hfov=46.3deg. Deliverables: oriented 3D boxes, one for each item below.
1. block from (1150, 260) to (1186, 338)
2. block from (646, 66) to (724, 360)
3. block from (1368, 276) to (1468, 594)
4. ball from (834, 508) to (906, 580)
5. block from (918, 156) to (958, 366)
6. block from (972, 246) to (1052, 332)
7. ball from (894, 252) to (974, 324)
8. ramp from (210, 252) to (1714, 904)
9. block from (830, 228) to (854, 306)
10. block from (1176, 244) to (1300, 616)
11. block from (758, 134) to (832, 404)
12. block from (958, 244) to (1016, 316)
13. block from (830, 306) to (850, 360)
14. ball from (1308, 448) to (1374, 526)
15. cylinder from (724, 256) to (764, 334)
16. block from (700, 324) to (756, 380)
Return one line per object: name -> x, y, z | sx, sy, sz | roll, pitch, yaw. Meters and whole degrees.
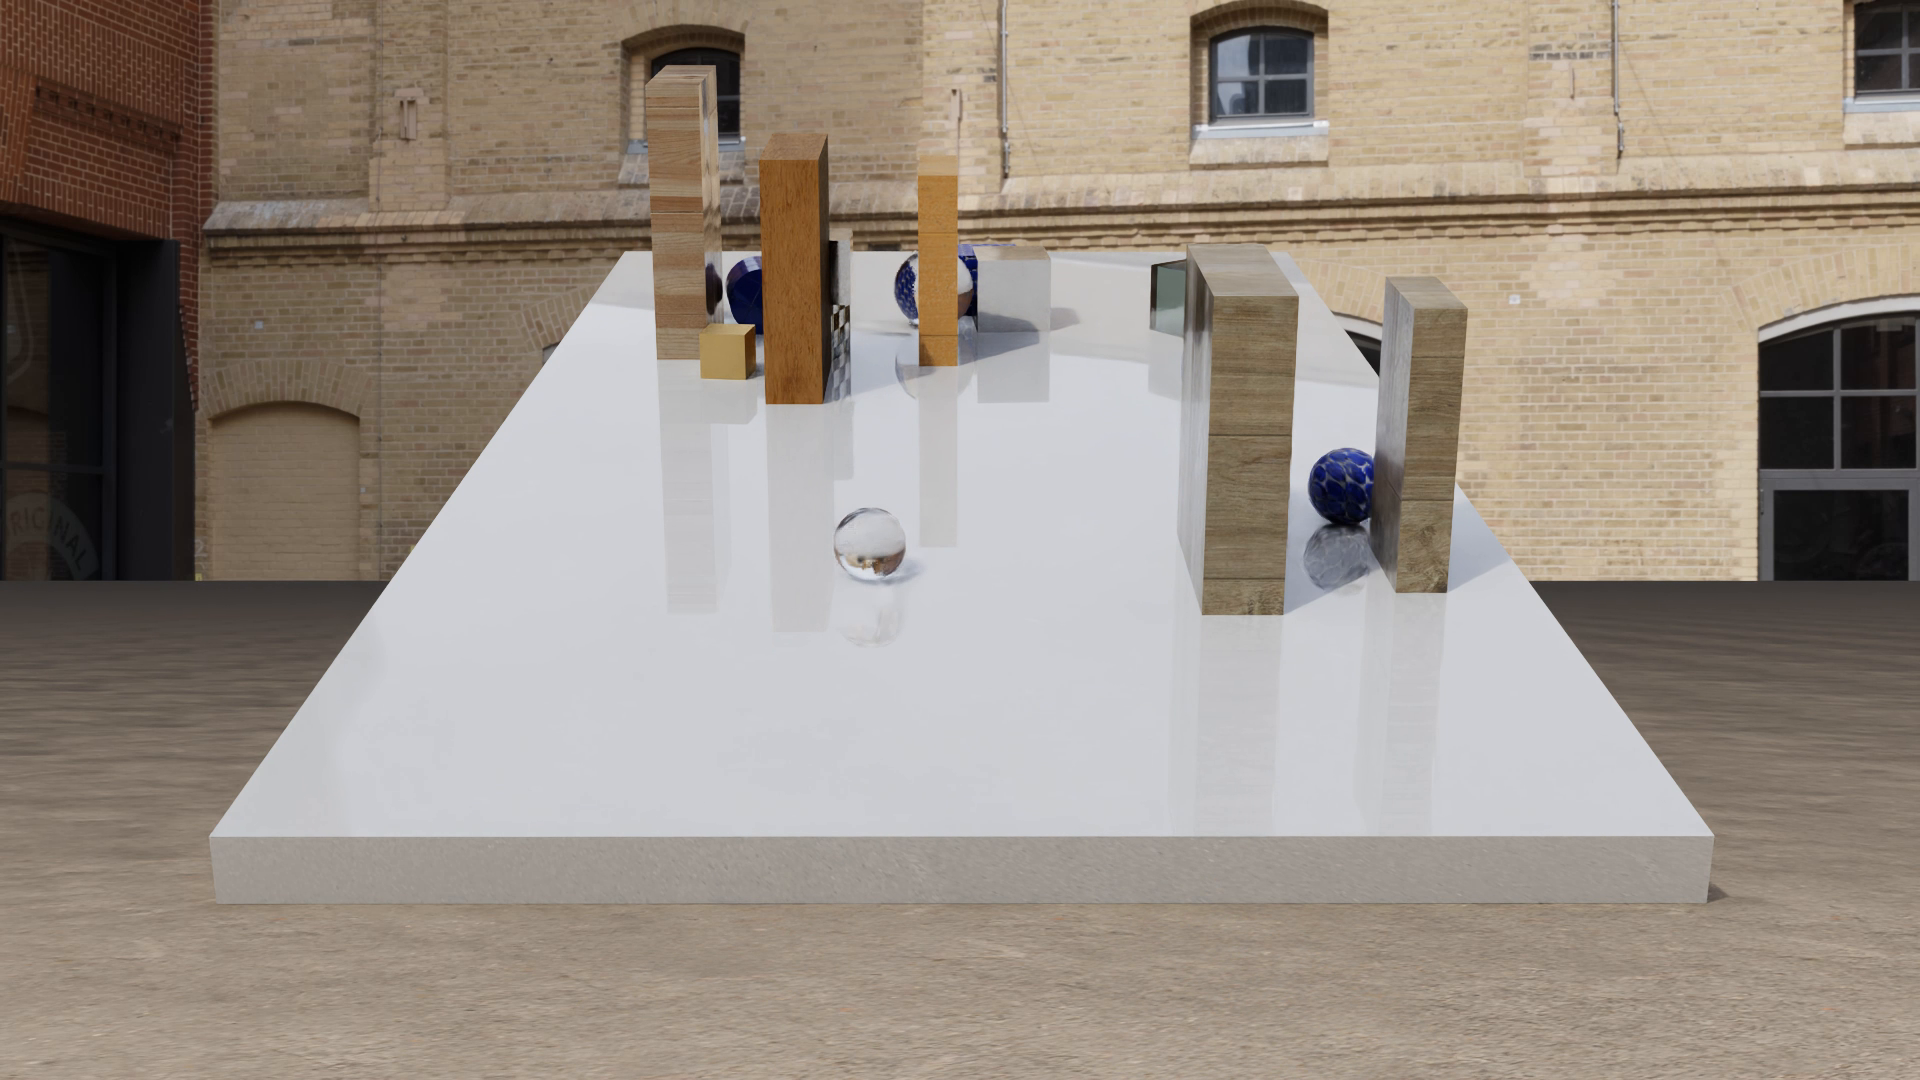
block -> 0.608, -0.620, 5.756 | 0.169, 0.169, 0.169 | -14, 23, -36
block -> -0.678, -0.819, 5.569 | 0.125, 0.662, 0.407 | 0, 18, 0
block -> 0.799, -0.188, 3.932 | 0.089, 0.502, 0.261 | 0, 18, 0
ball -> -0.158, 0.007, 3.937 | 0.129, 0.129, 0.129 | 0, -1, 0
block -> -0.053, -0.688, 5.496 | 0.094, 0.461, 0.313 | 0, 18, 0
block -> 0.132, -0.652, 5.823 | 0.187, 0.187, 0.187 | -1, 18, -4
ball -> -0.068, -0.648, 5.782 | 0.205, 0.205, 0.205 | 0, -1, 0
ramp -> -0.004, -0.191, 4.893 | 2.000, 0.100, 4.000 | 0, 18, 0
block -> -0.342, -0.667, 5.462 | 0.158, 0.158, 0.158 | 0, 18, 0
block -> 0.476, -0.202, 3.904 | 0.137, 0.547, 0.440 | 0, 18, 0
block -> -0.376, -0.632, 5.181 | 0.130, 0.553, 0.397 | 0, 18, 0
block -> 0.072, -0.696, 5.994 | 0.162, 0.162, 0.162 | -1, 18, -3
block -> -0.361, -0.529, 5.522 | 0.142, 0.142, 0.142 | 6, 19, 16
ball -> 0.731, -0.101, 4.238 | 0.146, 0.146, 0.146 | 0, -1, 0
cylinder -> -0.516, -0.632, 5.789 | 0.170, 0.170, 0.170 | 0, 18, -10
block -> -0.551, -0.448, 5.331 | 0.109, 0.109, 0.109 | 3, 19, 8
